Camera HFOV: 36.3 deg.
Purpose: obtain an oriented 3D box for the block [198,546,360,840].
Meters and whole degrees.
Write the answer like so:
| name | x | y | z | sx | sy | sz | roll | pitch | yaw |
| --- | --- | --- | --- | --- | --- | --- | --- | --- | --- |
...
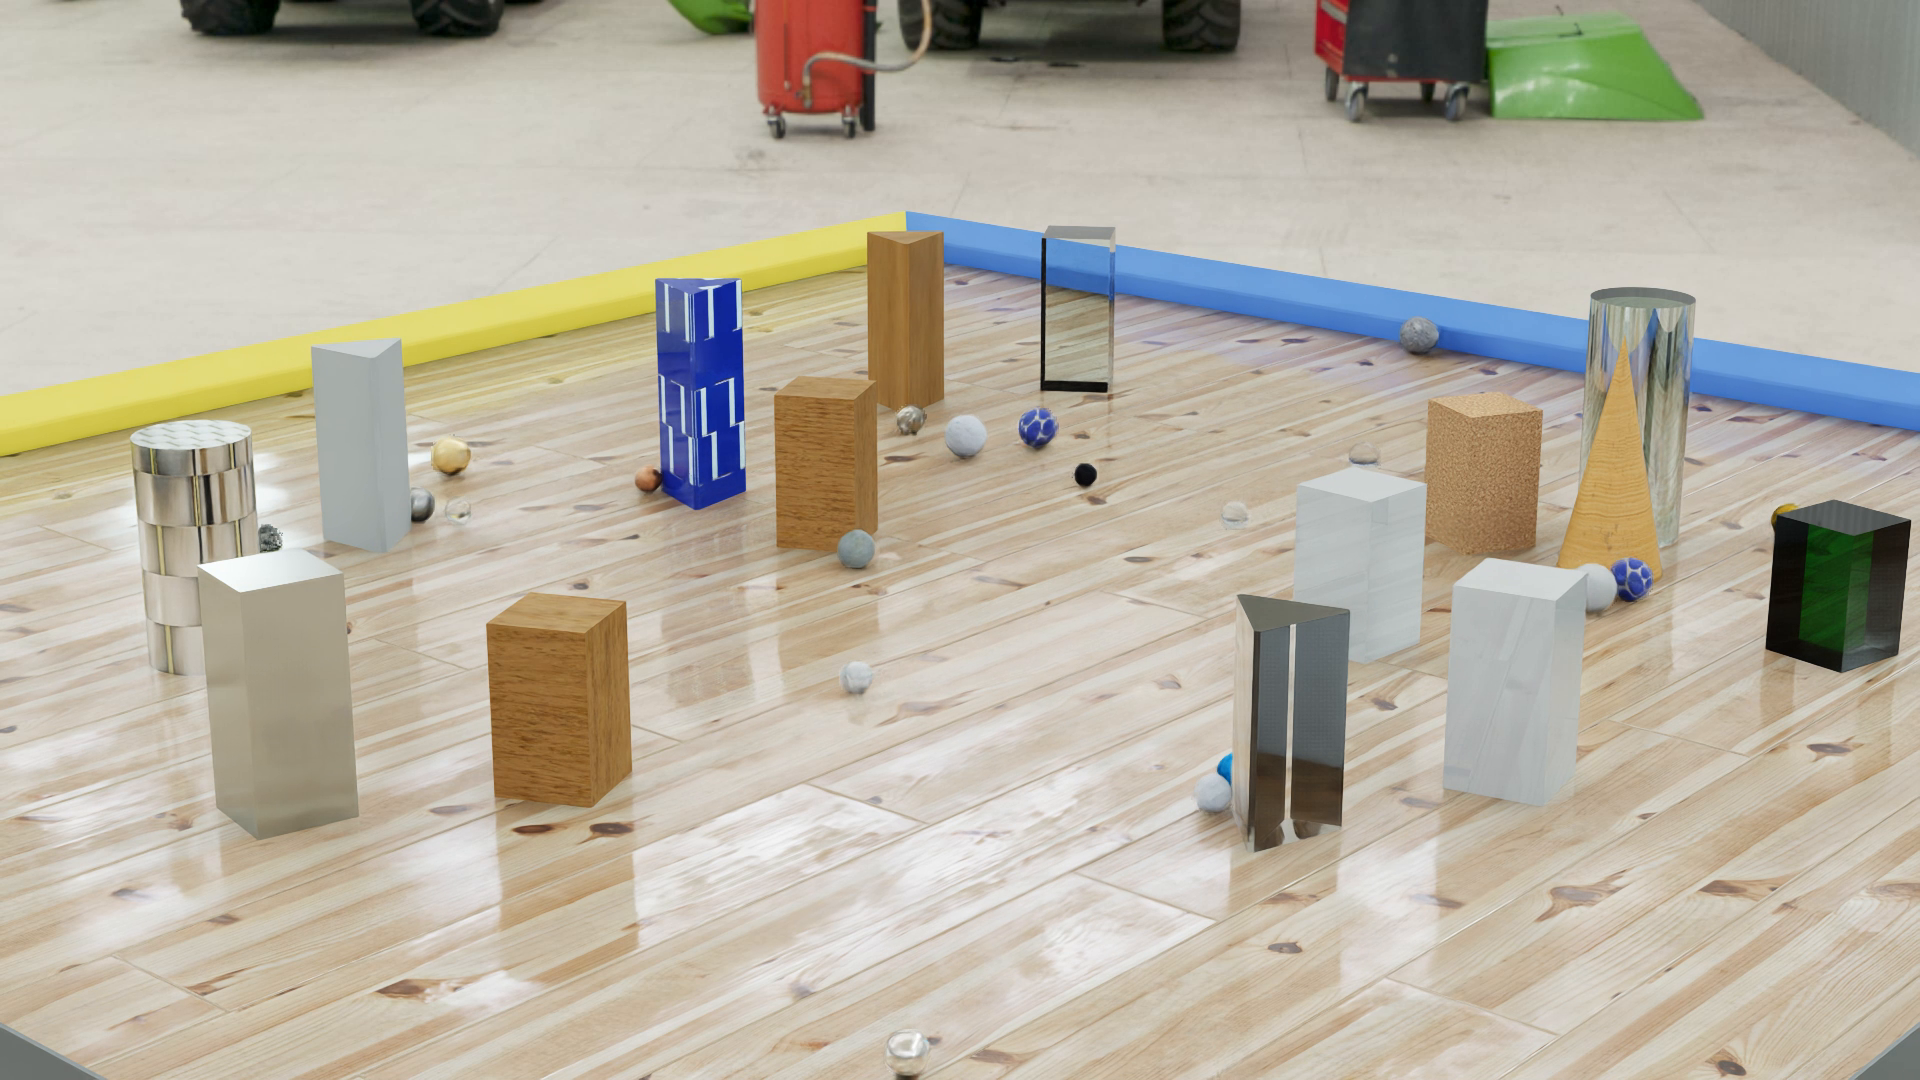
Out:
| name | x | y | z | sx | sy | sz | roll | pitch | yaw |
| --- | --- | --- | --- | --- | --- | --- | --- | --- | --- |
| block | -0.954 | 0.213 | 4.108 | 0.151 | 0.361 | 0.151 | -12 | 20 | -34 |

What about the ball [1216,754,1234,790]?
| name | x | y | z | sx | sy | sz | roll | pitch | yaw |
| --- | --- | --- | --- | --- | --- | --- | --- | --- | --- |
| ball | 0.397 | 0.335 | 4.236 | 0.054 | 0.054 | 0.054 | 0 | 17 | 0 |

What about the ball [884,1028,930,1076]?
| name | x | y | z | sx | sy | sz | roll | pitch | yaw |
| --- | --- | --- | --- | --- | --- | --- | --- | --- | --- |
| ball | -0.061 | 0.592 | 3.386 | 0.054 | 0.054 | 0.054 | 0 | 17 | 0 |

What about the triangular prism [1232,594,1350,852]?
| name | x | y | z | sx | sy | sz | roll | pitch | yaw |
| --- | --- | --- | --- | --- | --- | --- | --- | --- | --- |
| triangular prism | 0.427 | 0.245 | 4.073 | 0.163 | 0.320 | 0.141 | -11 | 20 | -32 |

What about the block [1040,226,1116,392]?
| name | x | y | z | sx | sy | sz | roll | pitch | yaw |
| --- | --- | --- | --- | --- | --- | --- | --- | --- | --- |
| block | 0.264 | -0.517 | 6.550 | 0.151 | 0.345 | 0.151 | 2 | 17 | 7 |

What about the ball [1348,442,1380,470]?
| name | x | y | z | sx | sy | sz | roll | pitch | yaw |
| --- | --- | --- | --- | --- | --- | --- | --- | --- | --- |
| ball | 0.810 | -0.166 | 5.880 | 0.061 | 0.061 | 0.061 | 0 | 17 | 0 |

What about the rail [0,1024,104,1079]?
| name | x | y | z | sx | sy | sz | roll | pitch | yaw |
| --- | --- | --- | --- | --- | --- | --- | --- | --- | --- |
| rail | -1.404 | 0.499 | 3.573 | 4.154 | 0.122 | 0.045 | 14 | 22 | 39 |

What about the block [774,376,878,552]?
| name | x | y | z | sx | sy | sz | roll | pitch | yaw |
| --- | --- | --- | --- | --- | --- | --- | --- | --- | --- |
| block | -0.245 | -0.141 | 5.404 | 0.151 | 0.288 | 0.151 | 4 | 17 | 14 |

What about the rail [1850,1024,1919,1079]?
| name | x | y | z | sx | sy | sz | roll | pitch | yaw |
| --- | --- | --- | --- | --- | --- | --- | --- | --- | --- |
| rail | 1.551 | 0.420 | 3.832 | 0.045 | 0.122 | 4.331 | 14 | 22 | 39 |

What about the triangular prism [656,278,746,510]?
| name | x | y | z | sx | sy | sz | roll | pitch | yaw |
| --- | --- | --- | --- | --- | --- | --- | --- | --- | --- |
| triangular prism | -0.524 | -0.290 | 5.668 | 0.141 | 0.423 | 0.163 | 10 | 19 | 29 |

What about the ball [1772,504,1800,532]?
| name | x | y | z | sx | sy | sz | roll | pitch | yaw |
| --- | --- | --- | --- | --- | --- | --- | --- | --- | --- |
| ball | 1.538 | -0.035 | 5.440 | 0.065 | 0.065 | 0.065 | 0 | 17 | 0 |

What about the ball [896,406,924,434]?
| name | x | y | z | sx | sy | sz | roll | pitch | yaw |
| --- | --- | --- | --- | --- | --- | --- | --- | --- | --- |
| ball | -0.104 | -0.253 | 6.173 | 0.059 | 0.059 | 0.059 | 0 | 17 | 0 |

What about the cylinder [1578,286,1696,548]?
| name | x | y | z | sx | sy | sz | roll | pitch | yaw |
| --- | --- | --- | --- | --- | --- | --- | --- | --- | --- |
| cylinder | 1.244 | -0.226 | 5.406 | 0.188 | 0.451 | 0.188 | 0 | 17 | 0 |

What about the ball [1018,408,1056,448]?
| name | x | y | z | sx | sy | sz | roll | pitch | yaw |
| --- | --- | --- | --- | --- | --- | --- | --- | --- | --- |
| ball | 0.160 | -0.232 | 6.067 | 0.080 | 0.080 | 0.080 | 0 | 17 | 0 |

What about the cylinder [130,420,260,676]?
| name | x | y | z | sx | sy | sz | roll | pitch | yaw |
| --- | --- | --- | --- | --- | --- | --- | --- | --- | --- |
| cylinder | -1.232 | 0.011 | 4.750 | 0.188 | 0.377 | 0.188 | 0 | 17 | 0 |

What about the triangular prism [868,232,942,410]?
| name | x | y | z | sx | sy | sz | roll | pitch | yaw |
| --- | --- | --- | --- | --- | --- | --- | --- | --- | --- |
| triangular prism | -0.097 | -0.481 | 6.383 | 0.141 | 0.373 | 0.163 | -10 | 20 | -30 |

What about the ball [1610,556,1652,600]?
| name | x | y | z | sx | sy | sz | roll | pitch | yaw |
| --- | --- | --- | --- | --- | --- | --- | --- | --- | --- |
| ball | 1.163 | 0.067 | 5.089 | 0.074 | 0.074 | 0.074 | 0 | 17 | 0 |

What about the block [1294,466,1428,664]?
| name | x | y | z | sx | sy | sz | roll | pitch | yaw |
| --- | --- | --- | --- | --- | --- | --- | --- | --- | --- |
| block | 0.657 | 0.040 | 4.831 | 0.151 | 0.274 | 0.151 | 16 | 23 | 42 |

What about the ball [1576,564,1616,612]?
| name | x | y | z | sx | sy | sz | roll | pitch | yaw |
| --- | --- | --- | --- | --- | --- | --- | --- | --- | --- |
| ball | 1.083 | 0.081 | 5.025 | 0.083 | 0.083 | 0.083 | 0 | 17 | 0 |

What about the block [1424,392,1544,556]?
| name | x | y | z | sx | sy | sz | roll | pitch | yaw |
| --- | --- | --- | --- | --- | --- | --- | --- | --- | --- |
| block | 0.961 | -0.124 | 5.401 | 0.151 | 0.259 | 0.151 | -7 | 18 | -21 |

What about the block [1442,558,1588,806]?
| name | x | y | z | sx | sy | sz | roll | pitch | yaw |
| --- | --- | --- | --- | --- | --- | --- | --- | --- | --- |
| block | 0.801 | 0.203 | 4.233 | 0.151 | 0.309 | 0.151 | 9 | 19 | 27 |

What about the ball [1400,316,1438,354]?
| name | x | y | z | sx | sy | sz | roll | pitch | yaw |
| --- | --- | --- | --- | --- | --- | --- | --- | --- | --- |
| ball | 1.076 | -0.478 | 6.866 | 0.088 | 0.088 | 0.088 | 0 | 17 | 0 |

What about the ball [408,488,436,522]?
| name | x | y | z | sx | sy | sz | roll | pitch | yaw |
| --- | --- | --- | --- | --- | --- | --- | --- | --- | --- |
| ball | -1.026 | -0.067 | 5.546 | 0.065 | 0.065 | 0.065 | 0 | 17 | 0 |

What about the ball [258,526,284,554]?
| name | x | y | z | sx | sy | sz | roll | pitch | yaw |
| --- | --- | --- | --- | --- | --- | --- | --- | --- | --- |
| ball | -1.257 | 0.007 | 5.303 | 0.064 | 0.064 | 0.064 | 0 | 17 | 0 |

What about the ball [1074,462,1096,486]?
| name | x | y | z | sx | sy | sz | roll | pitch | yaw |
| --- | --- | --- | --- | --- | --- | --- | --- | --- | --- |
| ball | 0.247 | -0.129 | 5.784 | 0.046 | 0.046 | 0.046 | 0 | 17 | 0 |

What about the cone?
| name | x | y | z | sx | sy | sz | roll | pitch | yaw |
| --- | --- | --- | --- | --- | --- | --- | --- | --- | --- |
| cone | 1.162 | -0.152 | 5.187 | 0.188 | 0.435 | 0.188 | 0 | 17 | 0 |

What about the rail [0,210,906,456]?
| name | x | y | z | sx | sy | sz | roll | pitch | yaw |
| --- | --- | --- | --- | --- | --- | --- | --- | --- | --- |
| rail | -1.551 | -0.359 | 6.409 | 0.045 | 0.122 | 4.331 | 14 | 22 | 39 |

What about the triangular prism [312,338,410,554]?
| name | x | y | z | sx | sy | sz | roll | pitch | yaw |
| --- | --- | --- | --- | --- | --- | --- | --- | --- | --- |
| triangular prism | -1.075 | -0.181 | 5.405 | 0.163 | 0.366 | 0.141 | 12 | 21 | 35 |

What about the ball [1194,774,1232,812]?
| name | x | y | z | sx | sy | sz | roll | pitch | yaw |
| --- | --- | --- | --- | --- | --- | --- | --- | --- | --- |
| ball | 0.358 | 0.358 | 4.158 | 0.054 | 0.054 | 0.054 | 0 | 17 | 0 |

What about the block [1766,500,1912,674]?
| name | x | y | z | sx | sy | sz | roll | pitch | yaw |
| --- | --- | --- | --- | --- | --- | --- | --- | --- | --- |
| block | 1.435 | 0.074 | 4.794 | 0.151 | 0.231 | 0.151 | -12 | 21 | -35 |

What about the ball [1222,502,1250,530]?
| name | x | y | z | sx | sy | sz | roll | pitch | yaw |
| --- | --- | --- | --- | --- | --- | --- | --- | --- | --- |
| ball | 0.517 | -0.046 | 5.499 | 0.053 | 0.053 | 0.053 | 0 | 17 | 0 |

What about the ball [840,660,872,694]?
| name | x | y | z | sx | sy | sz | roll | pitch | yaw |
| --- | --- | --- | --- | --- | --- | --- | --- | --- | --- |
| ball | -0.164 | 0.216 | 4.632 | 0.052 | 0.052 | 0.052 | 0 | 17 | 0 |

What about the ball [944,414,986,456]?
| name | x | y | z | sx | sy | sz | roll | pitch | yaw |
| --- | --- | --- | --- | --- | --- | --- | --- | --- | --- |
| ball | 0.011 | -0.213 | 5.993 | 0.086 | 0.086 | 0.086 | 0 | 17 | 0 |

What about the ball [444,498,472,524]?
| name | x | y | z | sx | sy | sz | roll | pitch | yaw |
| --- | --- | --- | --- | --- | --- | --- | --- | --- | --- |
| ball | -0.947 | -0.055 | 5.531 | 0.050 | 0.050 | 0.050 | 0 | 17 | 0 |

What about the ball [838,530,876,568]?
| name | x | y | z | sx | sy | sz | roll | pitch | yaw |
| --- | --- | --- | --- | --- | --- | --- | --- | --- | --- |
| ball | -0.185 | 0.015 | 5.269 | 0.068 | 0.068 | 0.068 | 0 | 17 | 0 |

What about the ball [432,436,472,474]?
| name | x | y | z | sx | sy | sz | roll | pitch | yaw |
| --- | --- | --- | --- | --- | --- | --- | --- | --- | --- |
| ball | -1.016 | -0.169 | 5.862 | 0.077 | 0.077 | 0.077 | 0 | 17 | 0 |

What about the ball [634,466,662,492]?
| name | x | y | z | sx | sy | sz | roll | pitch | yaw |
| --- | --- | --- | --- | --- | --- | --- | --- | --- | --- |
| ball | -0.612 | -0.120 | 5.742 | 0.053 | 0.053 | 0.053 | 0 | 17 | 0 |

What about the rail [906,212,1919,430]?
| name | x | y | z | sx | sy | sz | roll | pitch | yaw |
| --- | --- | --- | --- | --- | --- | --- | --- | --- | --- |
| rail | 1.404 | -0.437 | 6.669 | 4.154 | 0.122 | 0.045 | 14 | 22 | 39 |

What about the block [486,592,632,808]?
| name | x | y | z | sx | sy | sz | roll | pitch | yaw |
| --- | --- | --- | --- | --- | --- | --- | --- | --- | --- |
| block | -0.576 | 0.229 | 4.226 | 0.151 | 0.263 | 0.151 | 5 | 17 | 16 |
